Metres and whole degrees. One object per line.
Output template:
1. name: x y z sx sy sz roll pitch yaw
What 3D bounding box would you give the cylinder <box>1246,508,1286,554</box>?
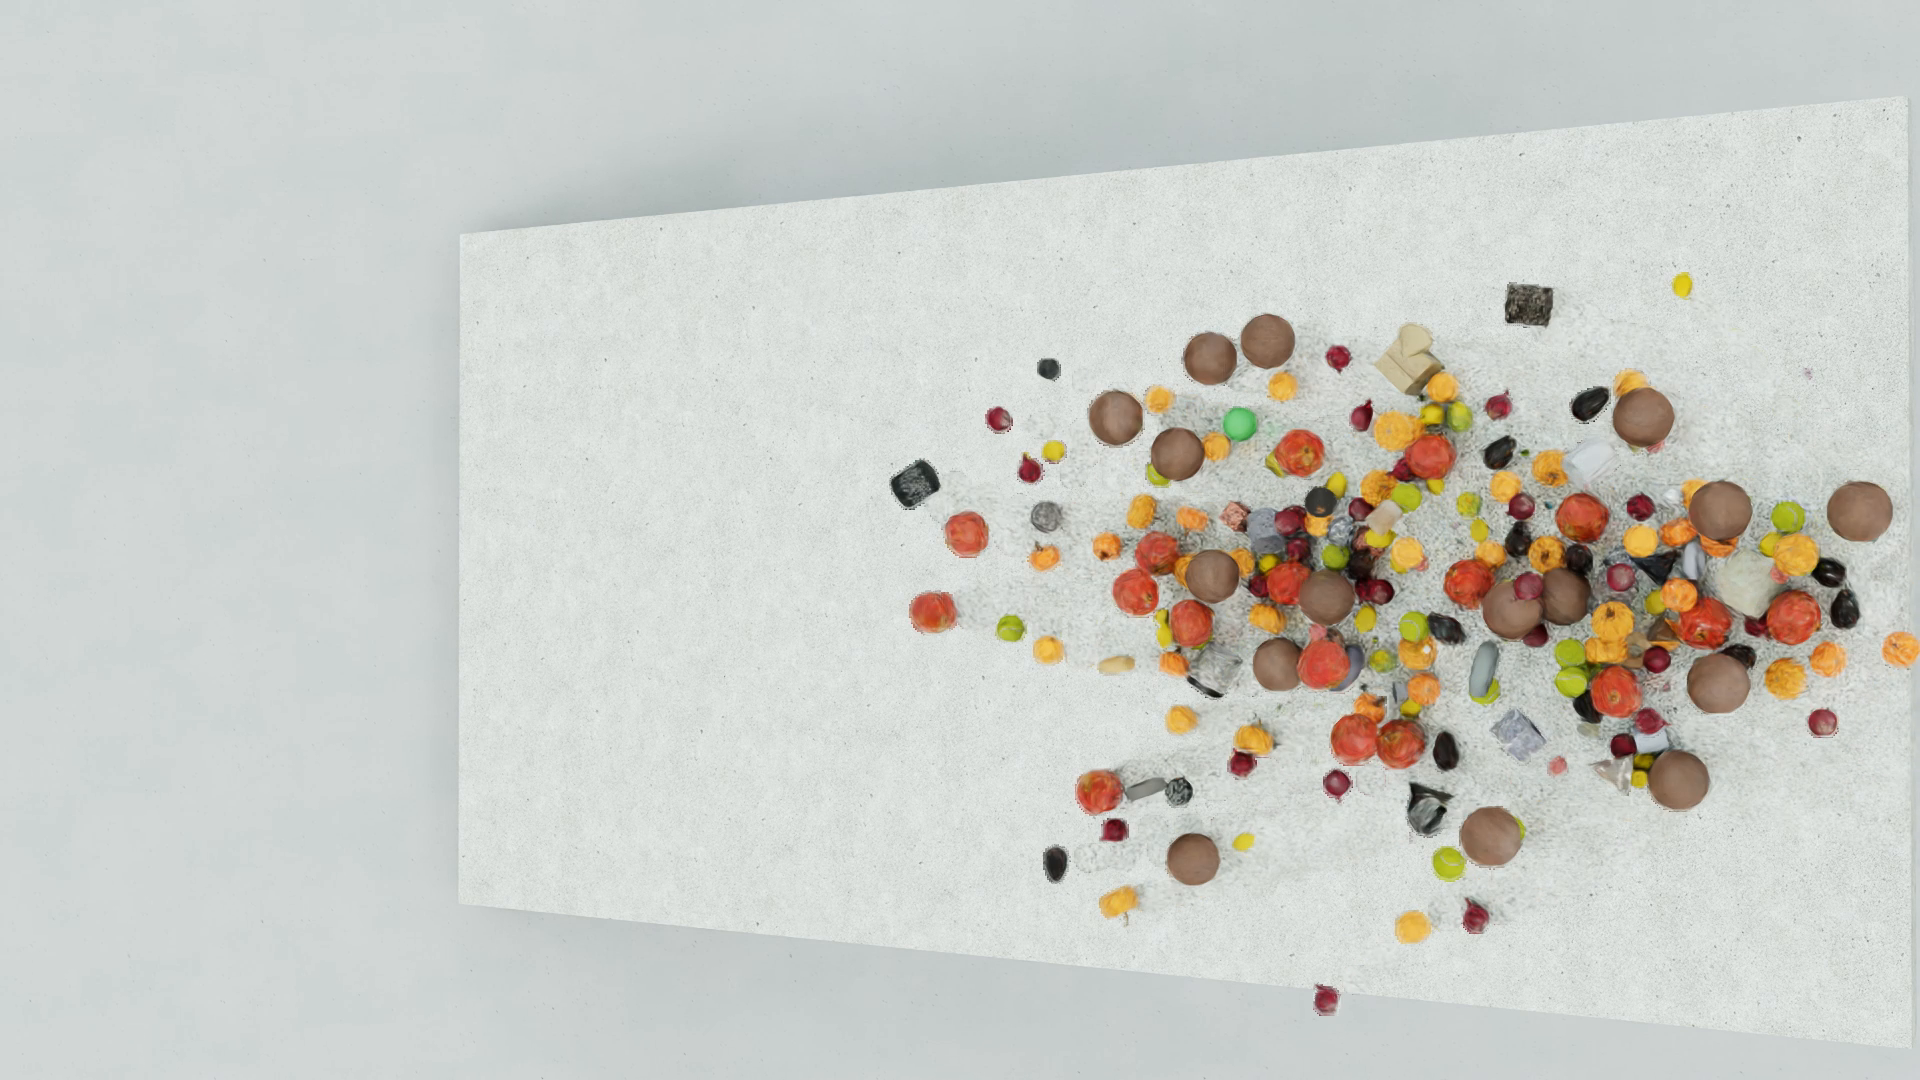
1. cylinder: 0.731 -0.021 5.258 0.081 0.081 0.081 -5 57 0

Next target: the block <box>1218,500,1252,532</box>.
1. block: 0.671 -0.057 5.320 0.054 0.054 0.054 41 108 30

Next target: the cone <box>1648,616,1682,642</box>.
1. cone: 1.537 0.206 4.773 0.064 0.064 0.064 26 89 2

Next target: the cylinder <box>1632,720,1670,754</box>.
1. cylinder: 1.517 0.433 4.828 0.066 0.066 0.066 -15 89 17

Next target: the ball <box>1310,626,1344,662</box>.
1. ball: 0.861 0.244 5.161 0.082 0.082 0.082 0 89 0

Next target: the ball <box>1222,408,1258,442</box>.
1. ball: 0.676 -0.279 5.307 0.082 0.082 0.082 0 89 0

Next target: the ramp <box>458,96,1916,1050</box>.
1. ramp: 0.272 0.076 5.635 4.000 0.100 2.000 0 89 29

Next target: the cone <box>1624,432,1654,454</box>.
1. cone: 1.510 -0.226 4.870 0.057 0.057 0.057 -23 89 0

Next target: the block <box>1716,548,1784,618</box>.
1. block: 1.688 0.092 4.694 0.091 0.091 0.091 -40 129 -14

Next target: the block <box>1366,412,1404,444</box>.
1. block: 0.994 -0.261 5.141 0.058 0.058 0.058 21 99 29

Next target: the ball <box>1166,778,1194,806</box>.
1. ball: 0.523 0.601 5.243 0.067 0.067 0.067 0 89 0

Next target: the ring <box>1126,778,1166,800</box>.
1. ring: 0.453 0.606 5.356 0.104 0.104 0.035 -20 85 0

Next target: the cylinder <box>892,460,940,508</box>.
1. cylinder: -0.116 -0.146 5.741 0.091 0.091 0.091 -31 89 25

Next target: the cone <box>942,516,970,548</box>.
1. cone: 0.001 -0.014 5.703 0.074 0.074 0.074 -19 100 0

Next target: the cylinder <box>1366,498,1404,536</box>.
1. cylinder: 0.965 -0.052 4.999 0.060 0.060 0.060 -41 90 -25

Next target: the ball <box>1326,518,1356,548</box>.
1. ball: 0.893 -0.018 5.154 0.068 0.068 0.068 0 89 0

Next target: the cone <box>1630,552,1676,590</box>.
1. cone: 1.511 0.052 4.823 0.090 0.090 0.090 22 89 22

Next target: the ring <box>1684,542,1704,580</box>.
1. ring: 1.596 0.044 4.782 0.028 0.084 0.084 2 89 38

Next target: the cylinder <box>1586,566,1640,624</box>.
1. cylinder: 1.423 0.120 4.796 0.089 0.089 0.089 7 133 0

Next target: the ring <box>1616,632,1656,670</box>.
1. ring: 1.497 0.245 4.869 0.084 0.028 0.084 -5 79 27

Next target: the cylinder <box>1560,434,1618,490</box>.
1. cylinder: 1.384 -0.171 4.837 0.087 0.087 0.087 -38 90 -7

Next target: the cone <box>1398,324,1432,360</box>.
1. cone: 1.001 -0.426 4.901 0.079 0.079 0.079 35 57 0

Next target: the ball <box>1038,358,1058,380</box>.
1. ball: 0.224 -0.434 5.580 0.052 0.052 0.052 0 89 0

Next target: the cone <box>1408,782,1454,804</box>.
1. cone: 1.094 0.599 5.079 0.098 0.098 0.098 -10 89 7

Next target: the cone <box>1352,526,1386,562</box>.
1. cone: 0.943 0.008 5.151 0.087 0.087 0.087 0 89 29

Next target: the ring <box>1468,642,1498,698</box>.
1. ring: 1.169 0.289 4.911 0.043 0.130 0.130 14 89 21

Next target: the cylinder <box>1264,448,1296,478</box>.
1. cylinder: 0.766 -0.182 5.272 0.053 0.053 0.053 40 90 23

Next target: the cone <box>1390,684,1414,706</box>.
1. cone: 1.041 0.351 5.129 0.054 0.054 0.054 -20 89 -21

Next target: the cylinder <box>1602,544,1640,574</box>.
1. cylinder: 1.467 0.053 4.870 0.061 0.061 0.061 -39 69 0

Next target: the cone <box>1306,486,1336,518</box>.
1. cone: 0.857 -0.090 5.198 0.073 0.073 0.073 1 94 16

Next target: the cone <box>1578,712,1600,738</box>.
1. cone: 1.413 0.408 4.918 0.051 0.051 0.051 21 74 0

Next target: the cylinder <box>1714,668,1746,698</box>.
1. cylinder: 1.665 0.310 4.757 0.059 0.059 0.059 1 92 27

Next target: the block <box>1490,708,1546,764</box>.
1. block: 1.255 0.439 4.938 0.074 0.074 0.074 -44 119 13

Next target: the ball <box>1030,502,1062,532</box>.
1. ball: 0.219 -0.058 5.563 0.079 0.079 0.079 0 89 0

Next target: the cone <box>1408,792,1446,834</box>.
1. cone: 1.082 0.617 4.995 0.096 0.096 0.096 4 77 -17

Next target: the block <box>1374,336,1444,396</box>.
1. block: 1.041 -0.405 5.094 0.099 0.099 0.099 -49 68 20

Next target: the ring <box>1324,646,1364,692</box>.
1. ring: 0.902 0.302 5.162 0.041 0.124 0.124 33 90 -13

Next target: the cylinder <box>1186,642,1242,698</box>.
1. cylinder: 0.616 0.315 5.324 0.100 0.100 0.100 28 105 0

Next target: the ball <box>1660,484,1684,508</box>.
1. ball: 1.543 -0.094 4.766 0.050 0.050 0.050 0 89 0
